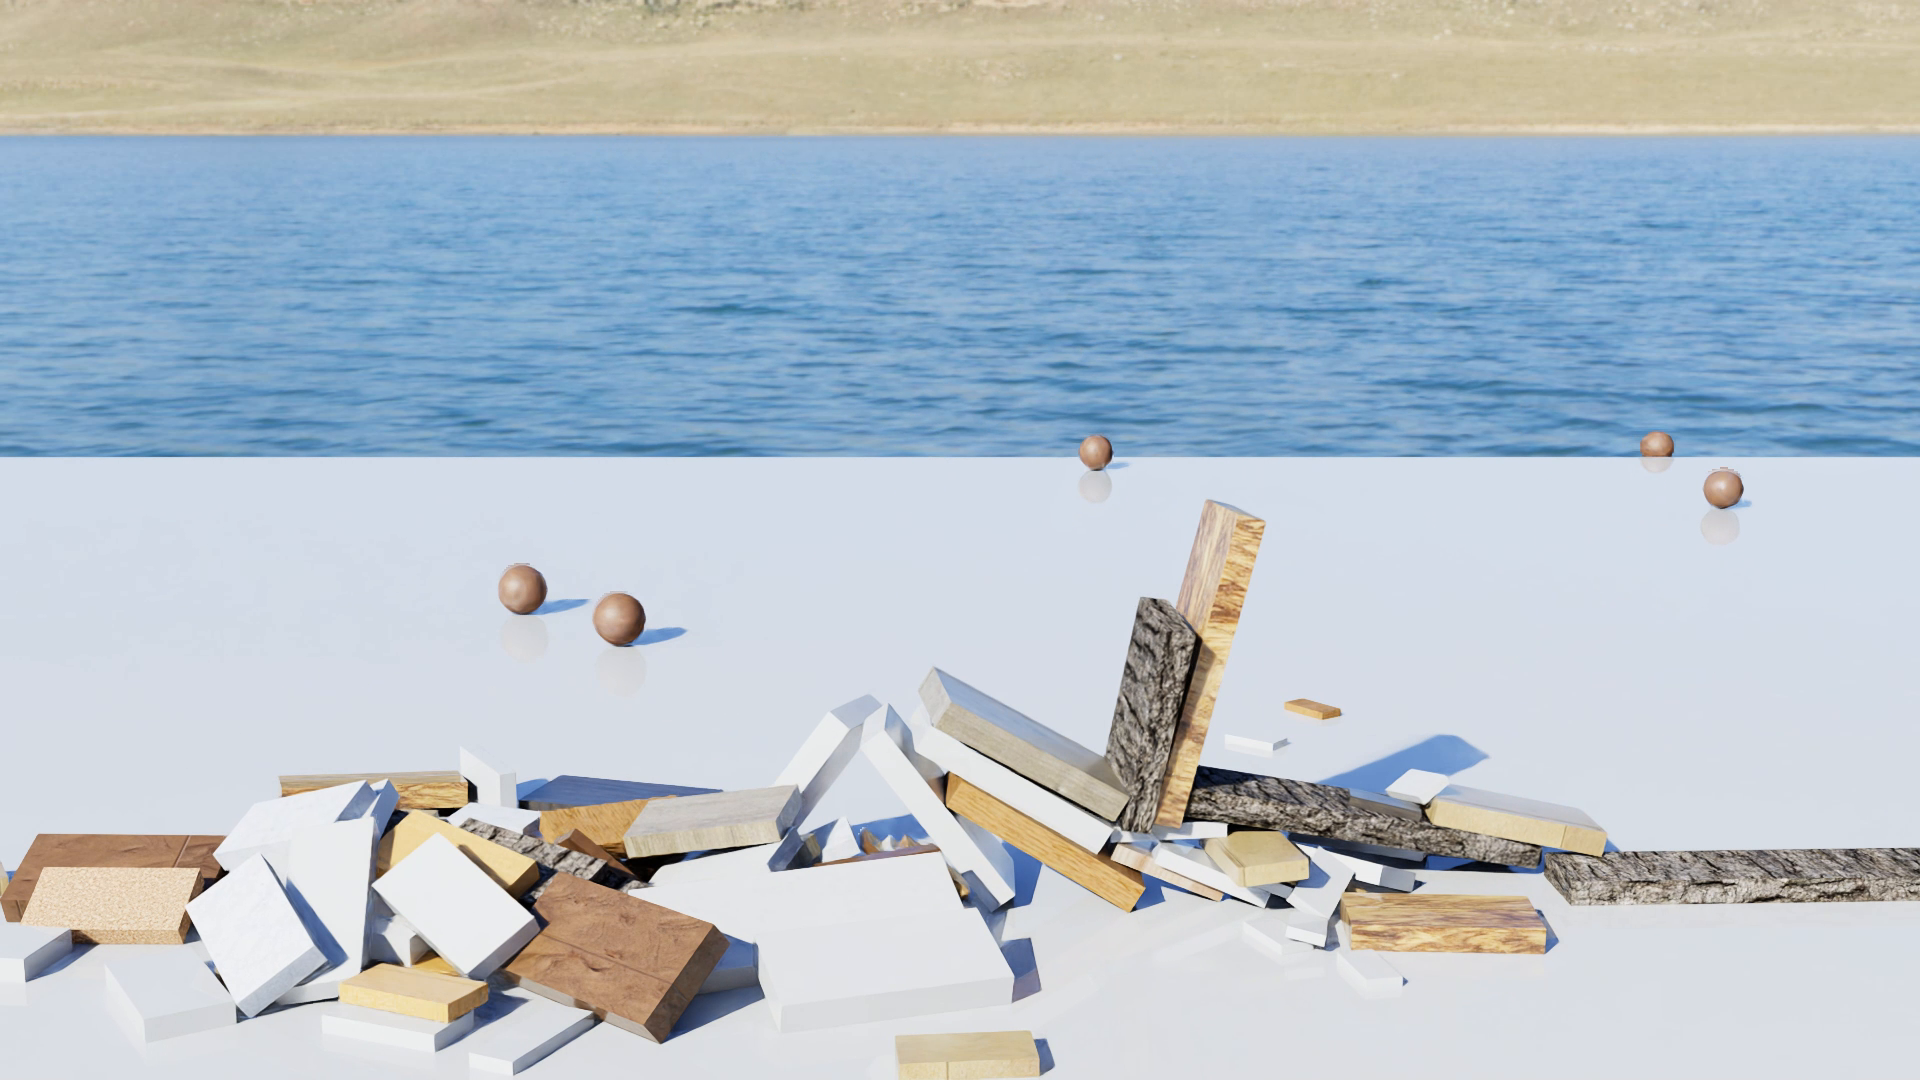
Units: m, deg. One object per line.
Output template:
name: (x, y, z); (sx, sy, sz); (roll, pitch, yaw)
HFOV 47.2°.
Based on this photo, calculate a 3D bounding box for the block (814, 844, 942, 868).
block: (-0.131, 0.560, 3.539); (0.213, 0.107, 0.030); (-6, 12, -28)

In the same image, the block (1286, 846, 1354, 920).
block: (0.586, 0.562, 3.570); (0.071, 0.020, 0.141); (36, 36, 8)

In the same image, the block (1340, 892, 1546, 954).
block: (0.759, 0.605, 3.474); (0.297, 0.042, 0.148); (1, 11, 3)

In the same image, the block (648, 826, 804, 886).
block: (-0.384, 0.528, 3.541); (0.242, 0.034, 0.121); (-16, 16, 24)

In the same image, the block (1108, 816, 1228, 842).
block: (0.339, 0.472, 3.672); (0.195, 0.028, 0.098); (-2, 10, -6)

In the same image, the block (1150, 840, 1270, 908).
block: (0.414, 0.544, 3.637); (0.195, 0.028, 0.098); (22, 9, -2)

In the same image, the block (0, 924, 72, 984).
block: (-1.517, 0.628, 3.363); (0.265, 0.037, 0.132); (1, 11, 8)

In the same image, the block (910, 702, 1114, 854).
block: (0.083, 0.387, 3.644); (0.349, 0.049, 0.175); (30, 9, -10)

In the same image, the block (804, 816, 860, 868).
block: (-0.274, 0.530, 3.635); (0.213, 0.030, 0.107); (-24, 15, -4)

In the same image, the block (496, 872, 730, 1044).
block: (-0.512, 0.602, 3.200); (0.347, 0.049, 0.173); (9, 53, 41)

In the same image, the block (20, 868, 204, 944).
block: (-1.339, 0.578, 3.476); (0.250, 0.035, 0.125); (0, 41, 1)

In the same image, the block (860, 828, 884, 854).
block: (-0.112, 0.538, 3.657); (0.130, 0.018, 0.065); (42, 5, -11)

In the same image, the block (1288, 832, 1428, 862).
block: (0.701, 0.522, 3.856); (0.231, 0.033, 0.116); (7, 1, 18)

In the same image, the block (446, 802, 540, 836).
block: (-0.781, 0.474, 3.707); (0.148, 0.021, 0.074); (5, 16, 20)

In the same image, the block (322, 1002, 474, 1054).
block: (-0.795, 0.680, 3.109); (0.189, 0.027, 0.095); (4, 11, 22)

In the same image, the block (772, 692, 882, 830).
block: (-0.266, 0.416, 3.771); (0.047, 0.335, 0.167); (41, 19, 12)

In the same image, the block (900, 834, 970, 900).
block: (-0.042, 0.543, 3.655); (0.131, 0.018, 0.065); (37, 5, -10)

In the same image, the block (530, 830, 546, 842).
block: (-0.690, 0.515, 3.683); (0.089, 0.025, 0.177); (10, 9, -28)

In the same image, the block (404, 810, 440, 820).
block: (-1.066, 0.517, 3.976); (0.219, 0.031, 0.109); (1, 11, 5)

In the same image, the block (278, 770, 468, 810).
block: (-1.092, 0.467, 4.085); (0.329, 0.047, 0.164); (0, 2, -19)

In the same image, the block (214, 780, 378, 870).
block: (-1.077, 0.463, 3.564); (0.253, 0.036, 0.126); (-14, 28, 28)

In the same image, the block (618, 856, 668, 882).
block: (-0.551, 0.548, 3.694); (0.172, 0.024, 0.086); (13, 4, -28)

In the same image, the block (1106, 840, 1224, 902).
block: (0.343, 0.540, 3.666); (0.195, 0.028, 0.098); (22, 9, -5)

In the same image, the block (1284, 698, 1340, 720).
block: (0.771, 0.370, 4.810); (0.058, 0.016, 0.115); (-8, 13, -36)

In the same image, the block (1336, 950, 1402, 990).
block: (0.617, 0.647, 3.316); (0.058, 0.016, 0.115); (-2, 11, -12)

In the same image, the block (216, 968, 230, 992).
block: (-1.075, 0.626, 3.379); (0.124, 0.035, 0.248); (-3, 11, -17)

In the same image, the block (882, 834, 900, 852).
block: (-0.071, 0.544, 3.655); (0.131, 0.018, 0.065); (37, 5, -10)

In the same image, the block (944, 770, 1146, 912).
block: (0.138, 0.481, 3.640); (0.349, 0.049, 0.175); (31, 9, -7)

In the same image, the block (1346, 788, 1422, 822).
block: (0.720, 0.449, 3.733); (0.121, 0.017, 0.061); (13, 9, 5)

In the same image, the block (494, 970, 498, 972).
block: (-0.668, 0.632, 3.389); (0.071, 0.020, 0.141); (4, 11, 21)

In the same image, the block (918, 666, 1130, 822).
block: (0.102, 0.331, 3.585); (0.346, 0.049, 0.173); (29, 9, -17)

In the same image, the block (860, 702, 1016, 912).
block: (-0.035, 0.439, 3.638); (0.049, 0.349, 0.175); (-37, 8, 7)

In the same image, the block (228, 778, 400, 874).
block: (-1.055, 0.485, 3.587); (0.268, 0.038, 0.134); (-21, 26, 14)

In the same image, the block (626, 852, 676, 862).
block: (-0.511, 0.504, 3.747); (0.172, 0.024, 0.086); (-6, 27, -43)

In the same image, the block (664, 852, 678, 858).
block: (-0.469, 0.531, 3.791); (0.172, 0.024, 0.086); (20, 15, 15)

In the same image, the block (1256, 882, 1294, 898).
block: (0.515, 0.562, 3.624); (0.141, 0.020, 0.071); (22, 9, -4)
